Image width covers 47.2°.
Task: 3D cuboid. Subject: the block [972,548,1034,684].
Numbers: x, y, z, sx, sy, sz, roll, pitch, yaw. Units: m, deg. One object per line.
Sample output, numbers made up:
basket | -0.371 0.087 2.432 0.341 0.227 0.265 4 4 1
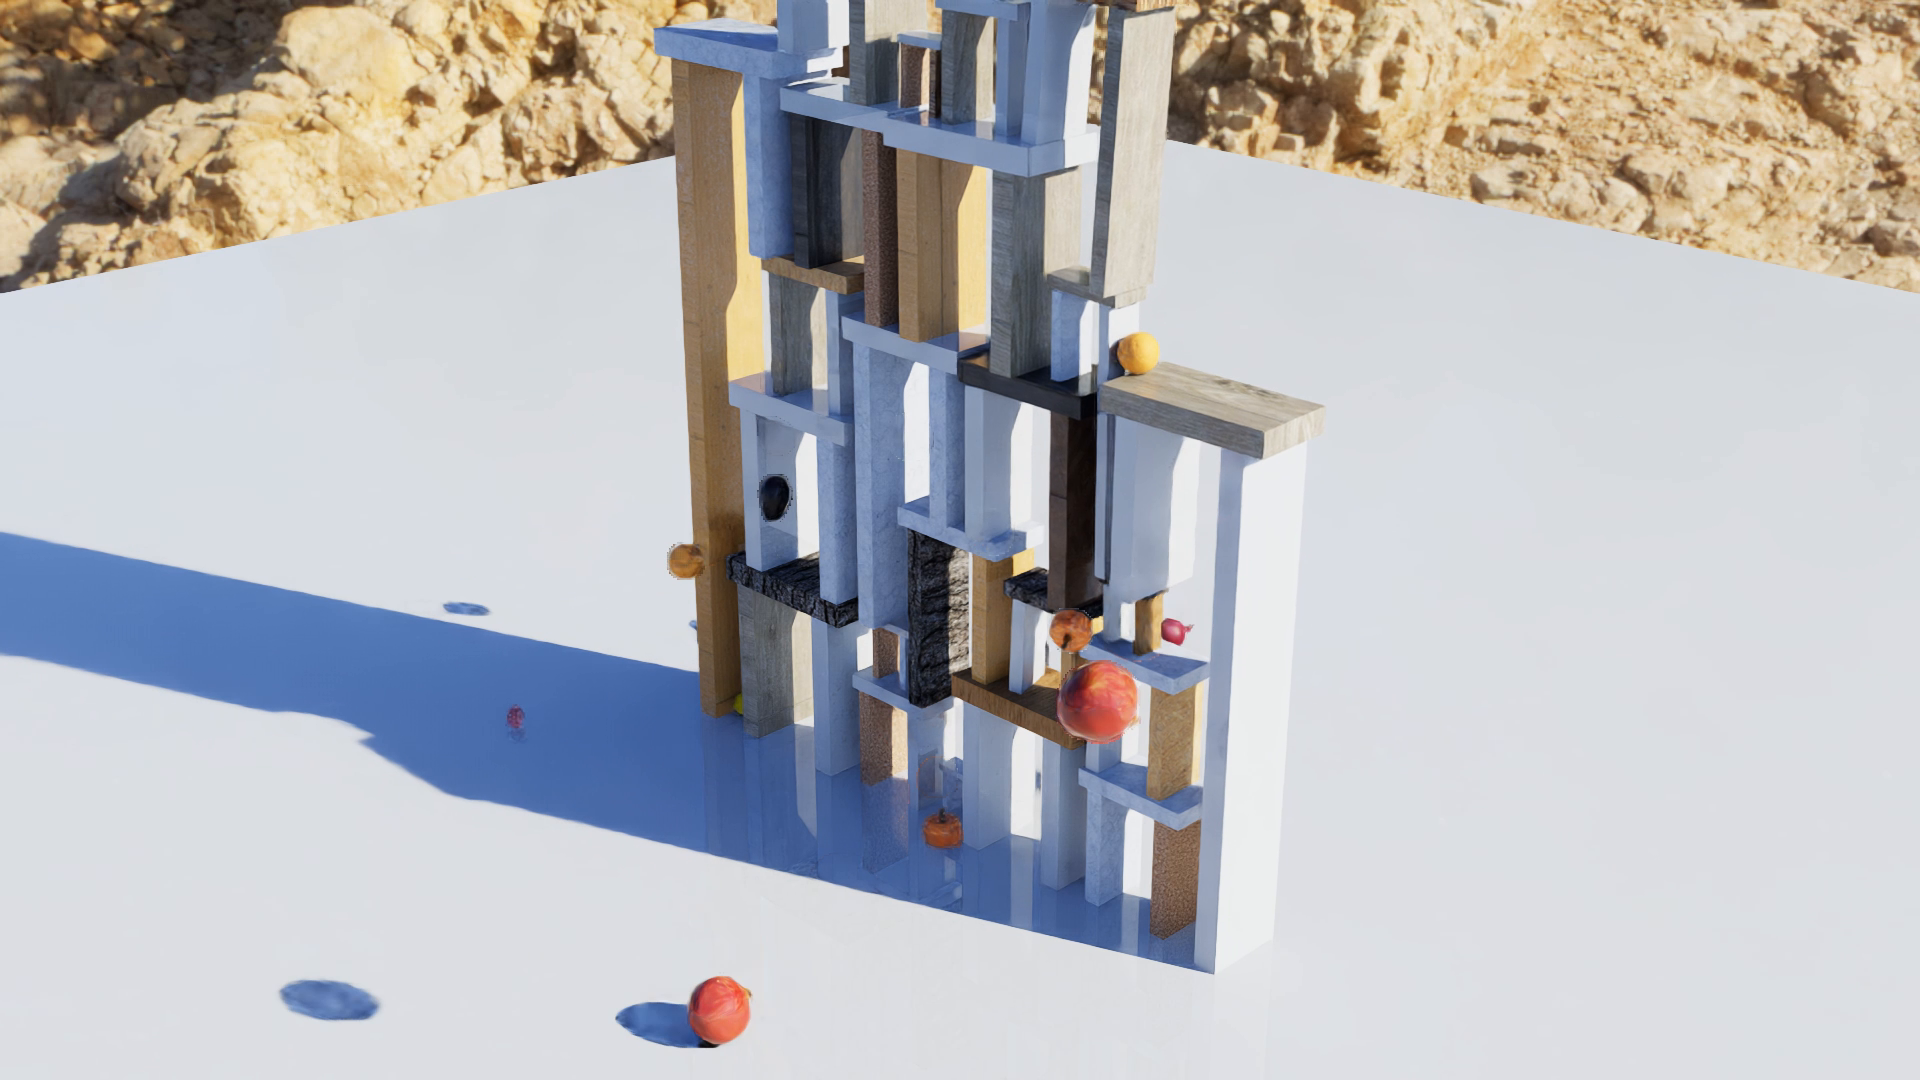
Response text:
block | 0.082 0.132 4.194 0.037 0.263 0.131 21 31 40

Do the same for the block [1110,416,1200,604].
block | 0.340 -0.074 3.822 0.170 0.339 0.048 -21 31 -40

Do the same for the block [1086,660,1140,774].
block | 0.283 0.308 4.051 0.031 0.221 0.111 21 31 41

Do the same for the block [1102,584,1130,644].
block | 0.283 0.125 3.974 0.057 0.113 0.016 -21 31 -40

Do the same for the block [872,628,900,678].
block | -0.150 0.217 4.475 0.060 0.120 0.017 -21 31 -41

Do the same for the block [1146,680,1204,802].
block | 0.387 0.349 3.955 0.031 0.221 0.111 21 31 40

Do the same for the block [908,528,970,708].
block | -0.042 0.137 4.332 0.131 0.379 0.037 -21 31 -40

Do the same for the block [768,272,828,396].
block | -0.319 -0.423 4.390 0.124 0.248 0.035 -20 30 -39

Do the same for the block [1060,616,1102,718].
block | 0.229 0.223 4.071 0.027 0.193 0.096 21 31 40

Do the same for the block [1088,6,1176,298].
block | 0.284 -0.644 3.635 0.124 0.479 0.035 -20 34 -39

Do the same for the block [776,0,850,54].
block | -0.268 -1.066 4.069 0.153 0.306 0.043 -21 32 -40

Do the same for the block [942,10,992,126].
block | 0.013 -0.834 3.849 0.028 0.197 0.099 22 31 40

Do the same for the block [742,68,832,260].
block | -0.331 -0.738 4.270 0.177 0.355 0.050 -20 31 -39

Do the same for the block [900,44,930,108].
block | -0.080 -0.837 3.948 0.057 0.113 0.016 -21 33 -40

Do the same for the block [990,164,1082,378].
block | 0.134 -0.483 3.872 0.050 0.365 0.176 22 31 40

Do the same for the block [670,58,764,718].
block | -0.492 -0.300 4.626 0.050 1.439 0.177 19 30 37

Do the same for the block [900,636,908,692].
block | -0.094 0.239 4.423 0.017 0.120 0.060 21 31 41

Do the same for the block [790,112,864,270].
block | -0.252 -0.679 4.208 0.042 0.296 0.148 21 31 40

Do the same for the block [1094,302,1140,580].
block | 0.274 -0.177 3.852 0.023 0.505 0.081 20 30 40

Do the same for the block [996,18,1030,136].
block | 0.106 -0.798 3.763 0.028 0.197 0.099 22 32 40

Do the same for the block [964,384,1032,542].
block | 0.072 -0.160 4.070 0.042 0.299 0.149 17 28 35

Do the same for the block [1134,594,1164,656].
block | 0.336 0.146 3.924 0.057 0.113 0.016 -21 31 -41

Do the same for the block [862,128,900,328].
block | -0.111 -0.592 4.093 0.148 0.368 0.042 -21 31 -40

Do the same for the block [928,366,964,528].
block | 0.013 -0.191 4.129 0.155 0.310 0.044 -21 31 -41

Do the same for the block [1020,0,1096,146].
block | 0.166 -0.797 3.696 0.124 0.247 0.035 -22 36 -41

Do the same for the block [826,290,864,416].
block | -0.202 -0.378 4.285 0.035 0.248 0.124 21 31 40

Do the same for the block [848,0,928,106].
block | -0.129 -0.979 3.950 0.153 0.373 0.043 -21 32 -41

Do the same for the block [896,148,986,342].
block | -0.032 -0.553 4.022 0.176 0.353 0.050 -21 31 -40

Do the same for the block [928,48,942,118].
block | -0.029 -0.813 3.899 0.016 0.121 0.057 23 32 40

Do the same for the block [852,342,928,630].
block | -0.132 -0.120 4.319 0.155 0.589 0.044 -21 31 -40

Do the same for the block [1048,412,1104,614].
block | 0.226 -0.067 3.951 0.042 0.379 0.149 21 31 40

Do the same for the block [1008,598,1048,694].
block | 0.130 0.184 4.161 0.027 0.193 0.096 14 27 25

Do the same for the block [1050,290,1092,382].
block | 0.196 -0.365 3.854 0.081 0.161 0.023 -22 32 -40

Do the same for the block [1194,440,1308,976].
block | 0.499 0.290 3.804 0.170 0.995 0.048 -21 31 -41
